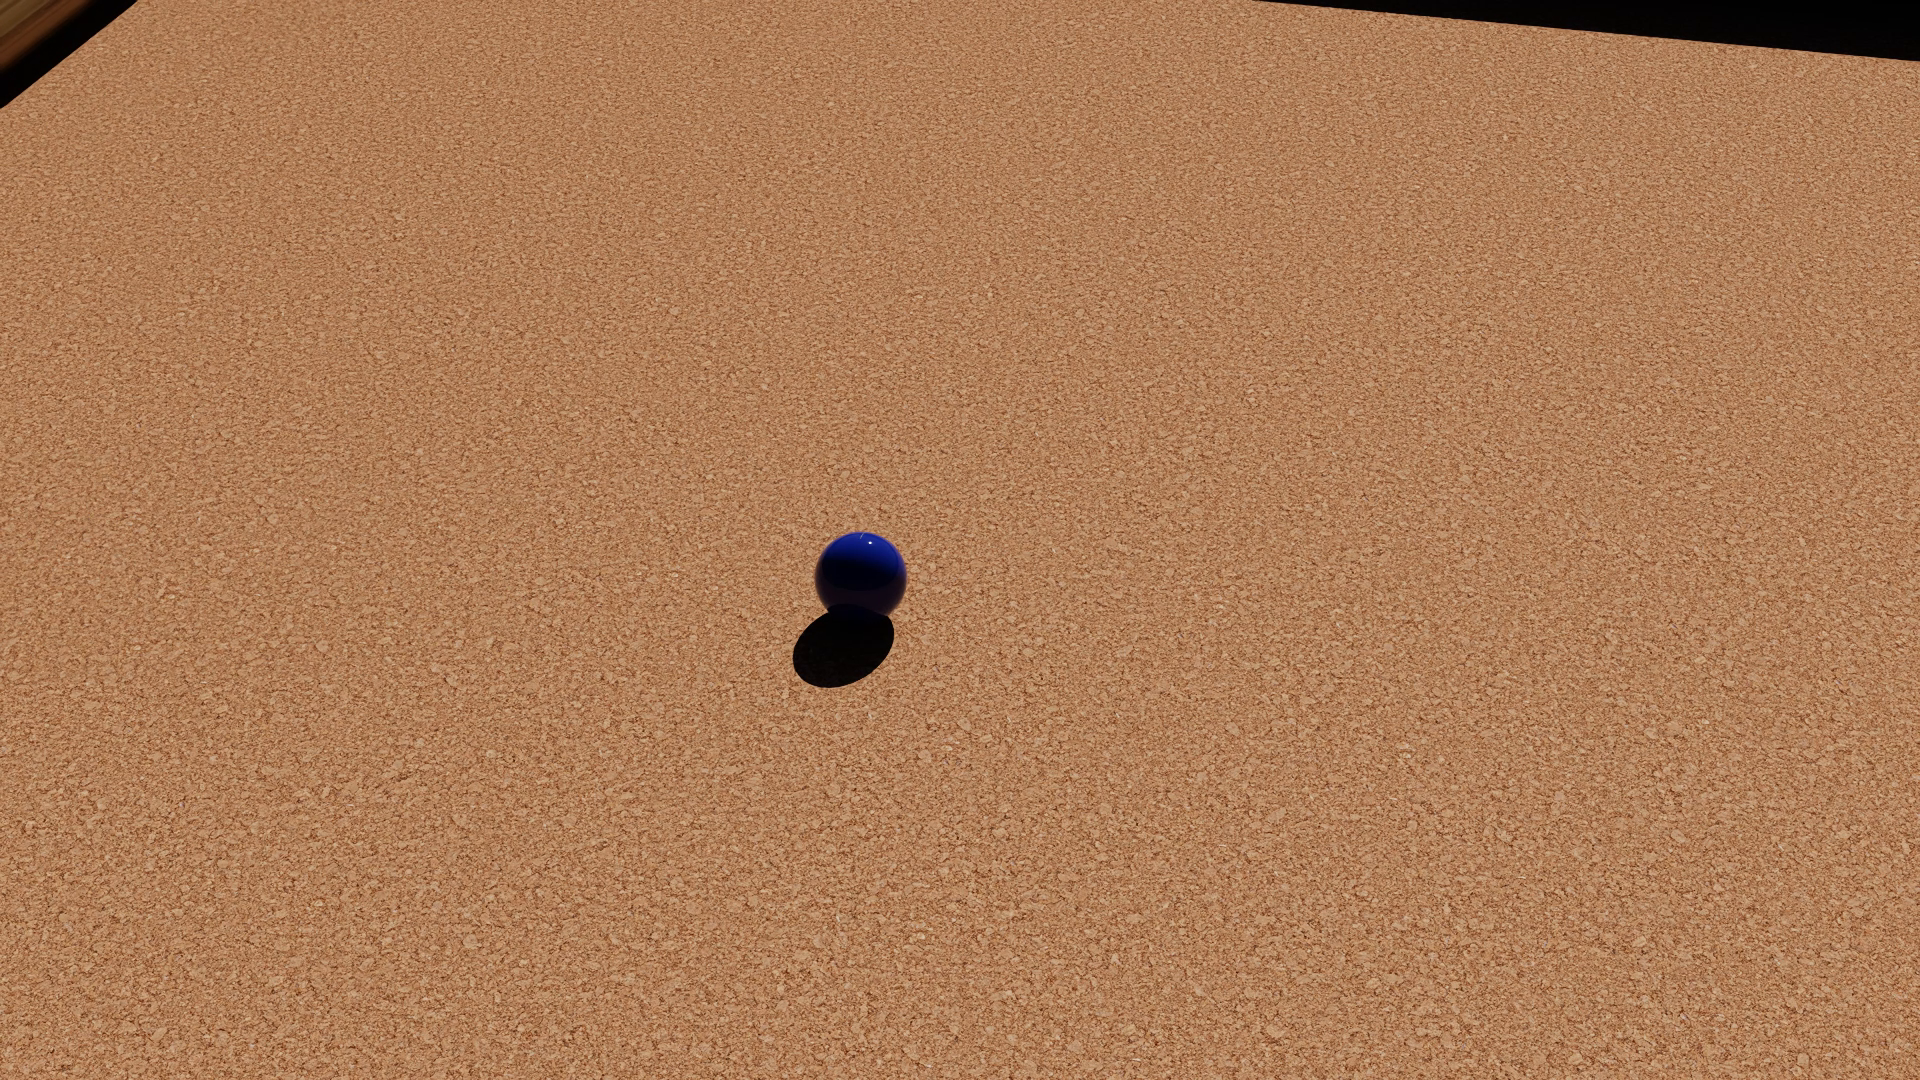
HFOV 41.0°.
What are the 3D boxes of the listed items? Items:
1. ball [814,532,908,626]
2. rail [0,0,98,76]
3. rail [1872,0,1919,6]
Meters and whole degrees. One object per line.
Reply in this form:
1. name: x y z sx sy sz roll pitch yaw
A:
1. ball: -0.068 0.026 1.761 0.064 0.064 0.064 0 35 0
2. rail: -1.058 -0.162 1.978 0.045 0.125 2.461 8 35 11
3. rail: 1.359 -0.541 2.527 4.443 0.125 0.045 8 35 11
